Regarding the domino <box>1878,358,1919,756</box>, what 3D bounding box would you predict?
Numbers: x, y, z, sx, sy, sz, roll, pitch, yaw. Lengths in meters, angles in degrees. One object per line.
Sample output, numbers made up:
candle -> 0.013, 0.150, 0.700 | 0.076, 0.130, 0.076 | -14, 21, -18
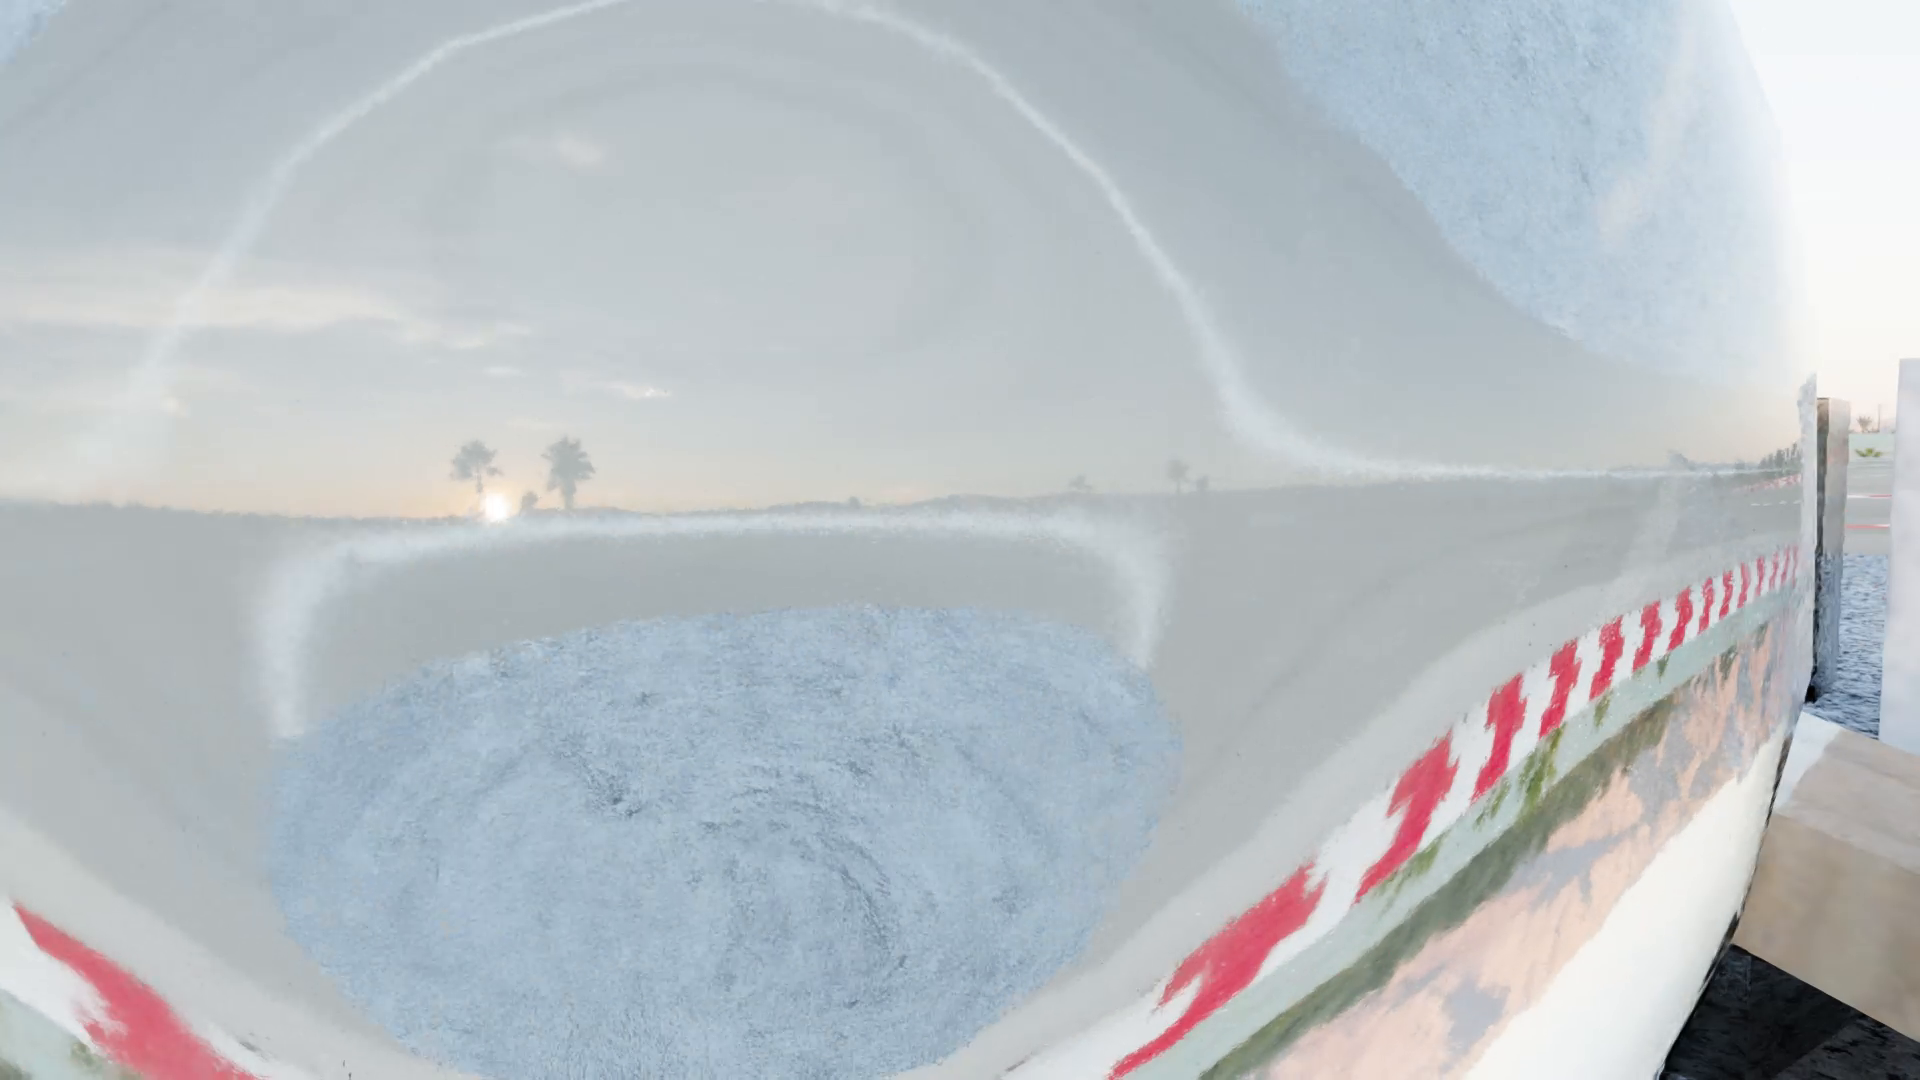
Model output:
domino -> 0.094, 0.009, 0.108 | 0.009, 0.050, 0.025 | -3, 6, -39

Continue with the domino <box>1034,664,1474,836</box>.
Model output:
domino -> 0.036, 0.025, 0.166 | 0.025, 0.009, 0.050 | -4, 6, -43

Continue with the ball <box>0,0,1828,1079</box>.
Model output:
ball -> -0.010, -0.002, 0.056 | 0.080, 0.080, 0.080 | 0, 4, 0

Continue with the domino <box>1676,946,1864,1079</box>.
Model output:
domino -> 0.046, 0.030, 0.111 | 0.025, 0.010, 0.050 | -3, 5, -37

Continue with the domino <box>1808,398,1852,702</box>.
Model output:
domino -> 0.145, 0.001, 0.222 | 0.010, 0.050, 0.025 | 4, 6, 41

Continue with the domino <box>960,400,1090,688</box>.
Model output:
domino -> 0.011, 0.000, 0.233 | 0.009, 0.050, 0.025 | -3, 5, -36

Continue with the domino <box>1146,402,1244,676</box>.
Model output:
domino -> 0.044, -0.001, 0.245 | 0.009, 0.050, 0.025 | -1, 4, -10

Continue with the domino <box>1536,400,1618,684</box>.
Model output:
domino -> 0.114, 0.000, 0.239 | 0.009, 0.050, 0.025 | 2, 5, 20

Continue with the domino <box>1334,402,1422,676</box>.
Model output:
domino -> 0.080, -0.001, 0.246 | 0.009, 0.050, 0.025 | 0, 4, 5

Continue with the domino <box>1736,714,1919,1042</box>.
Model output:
domino -> 0.069, 0.025, 0.081 | 0.025, 0.010, 0.050 | -4, 21, -38
